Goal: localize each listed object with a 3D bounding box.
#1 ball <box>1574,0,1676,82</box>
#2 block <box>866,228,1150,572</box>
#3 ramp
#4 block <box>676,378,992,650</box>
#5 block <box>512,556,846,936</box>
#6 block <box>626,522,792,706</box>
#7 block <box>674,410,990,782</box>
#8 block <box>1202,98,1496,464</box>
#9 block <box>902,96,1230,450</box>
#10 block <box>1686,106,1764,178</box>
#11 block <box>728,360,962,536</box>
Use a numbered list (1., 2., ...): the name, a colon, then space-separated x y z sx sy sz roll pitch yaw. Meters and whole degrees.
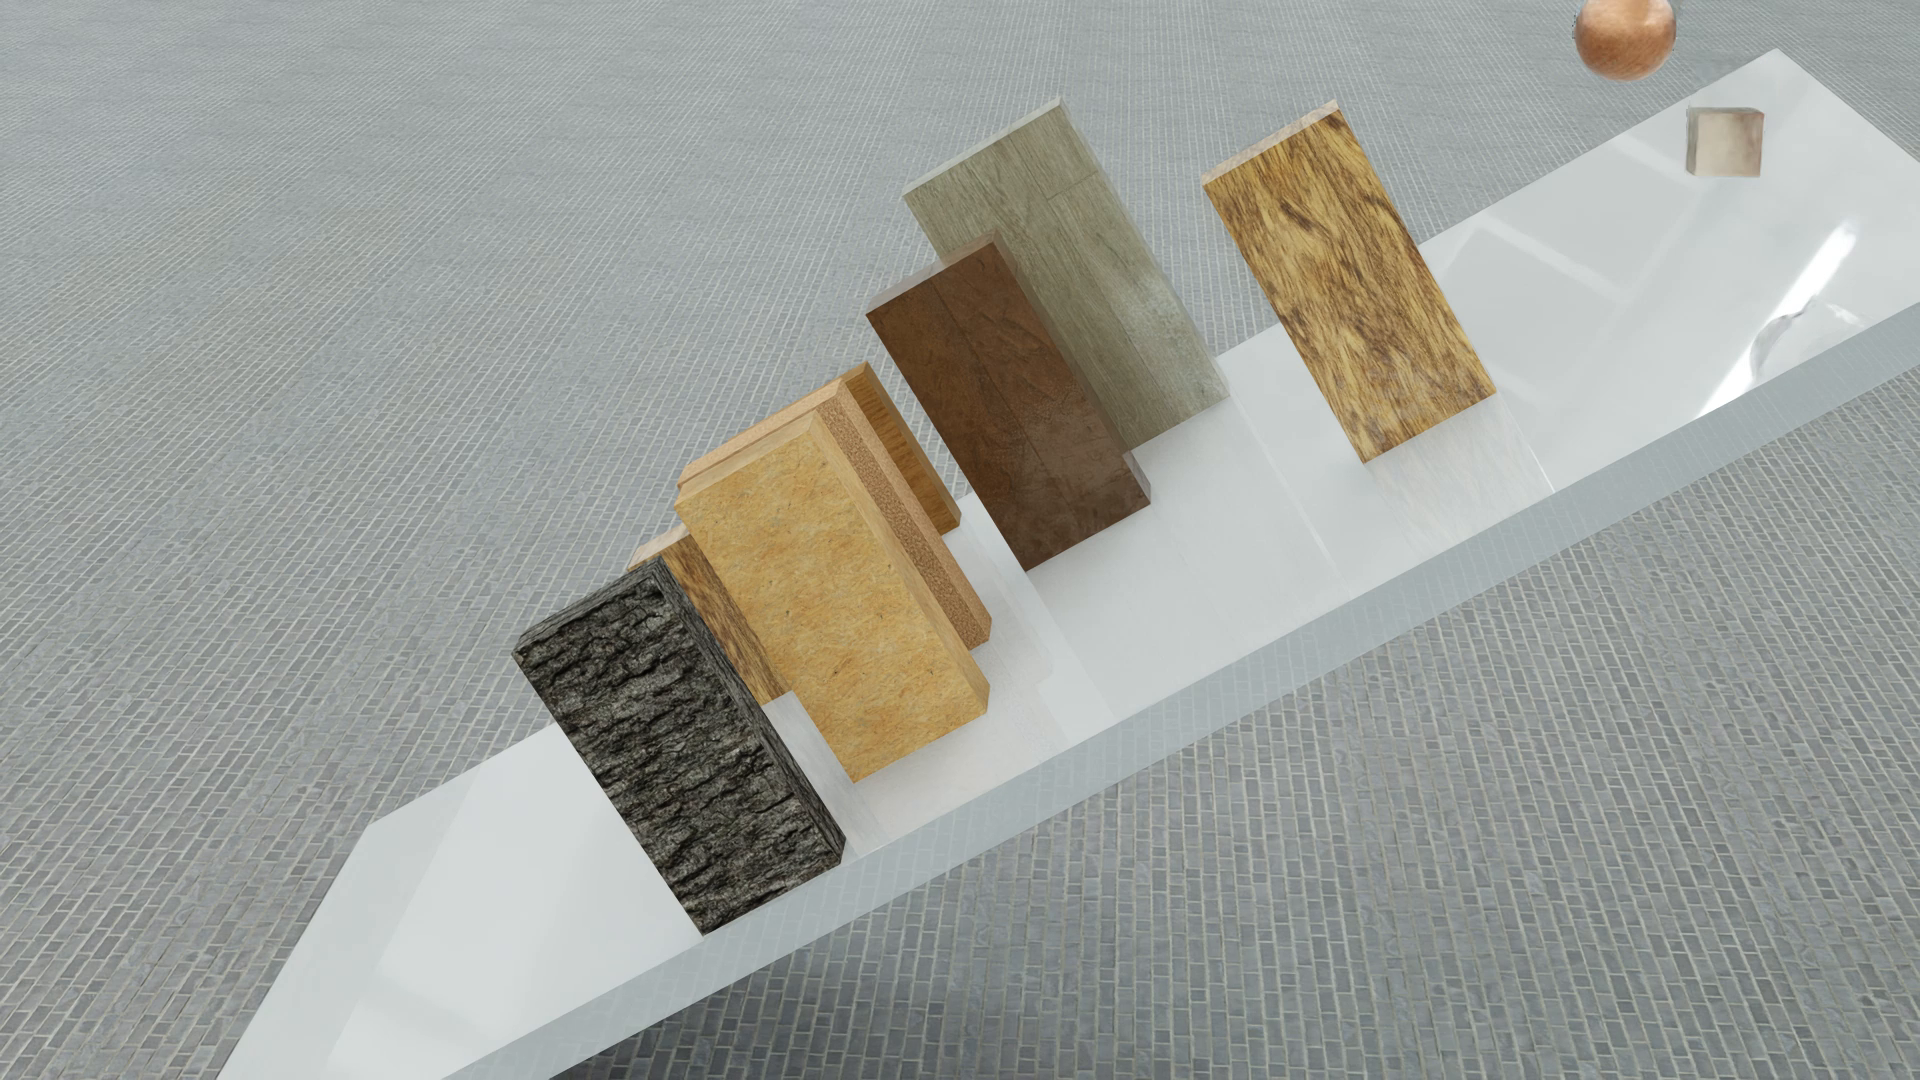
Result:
1. ball: 1.347 -1.028 5.955 0.202 0.202 0.202 0 19 0
2. block: 0.109 -0.301 6.356 0.316 0.668 0.140 -29 15 12
3. ramp: 0.142 0.168 6.286 4.000 0.100 2.000 -29 15 12
4. block: -0.258 0.027 6.146 0.386 0.612 0.129 -29 15 12
5. block: -0.514 0.383 5.428 0.304 0.649 0.116 -29 15 12
6. block: -0.473 0.133 6.610 0.358 0.426 0.143 -29 15 12
7. block: -0.244 0.113 5.738 0.305 0.661 0.143 -29 15 12
8. block: 0.759 -0.500 5.732 0.296 0.643 0.110 -29 15 12
9. block: 0.248 -0.572 6.742 0.411 0.778 0.114 -29 15 12
10. block: 1.440 -0.750 5.539 0.119 0.119 0.119 2 13 5
11. block: -0.281 -0.138 7.076 0.395 0.441 0.102 -29 15 12
